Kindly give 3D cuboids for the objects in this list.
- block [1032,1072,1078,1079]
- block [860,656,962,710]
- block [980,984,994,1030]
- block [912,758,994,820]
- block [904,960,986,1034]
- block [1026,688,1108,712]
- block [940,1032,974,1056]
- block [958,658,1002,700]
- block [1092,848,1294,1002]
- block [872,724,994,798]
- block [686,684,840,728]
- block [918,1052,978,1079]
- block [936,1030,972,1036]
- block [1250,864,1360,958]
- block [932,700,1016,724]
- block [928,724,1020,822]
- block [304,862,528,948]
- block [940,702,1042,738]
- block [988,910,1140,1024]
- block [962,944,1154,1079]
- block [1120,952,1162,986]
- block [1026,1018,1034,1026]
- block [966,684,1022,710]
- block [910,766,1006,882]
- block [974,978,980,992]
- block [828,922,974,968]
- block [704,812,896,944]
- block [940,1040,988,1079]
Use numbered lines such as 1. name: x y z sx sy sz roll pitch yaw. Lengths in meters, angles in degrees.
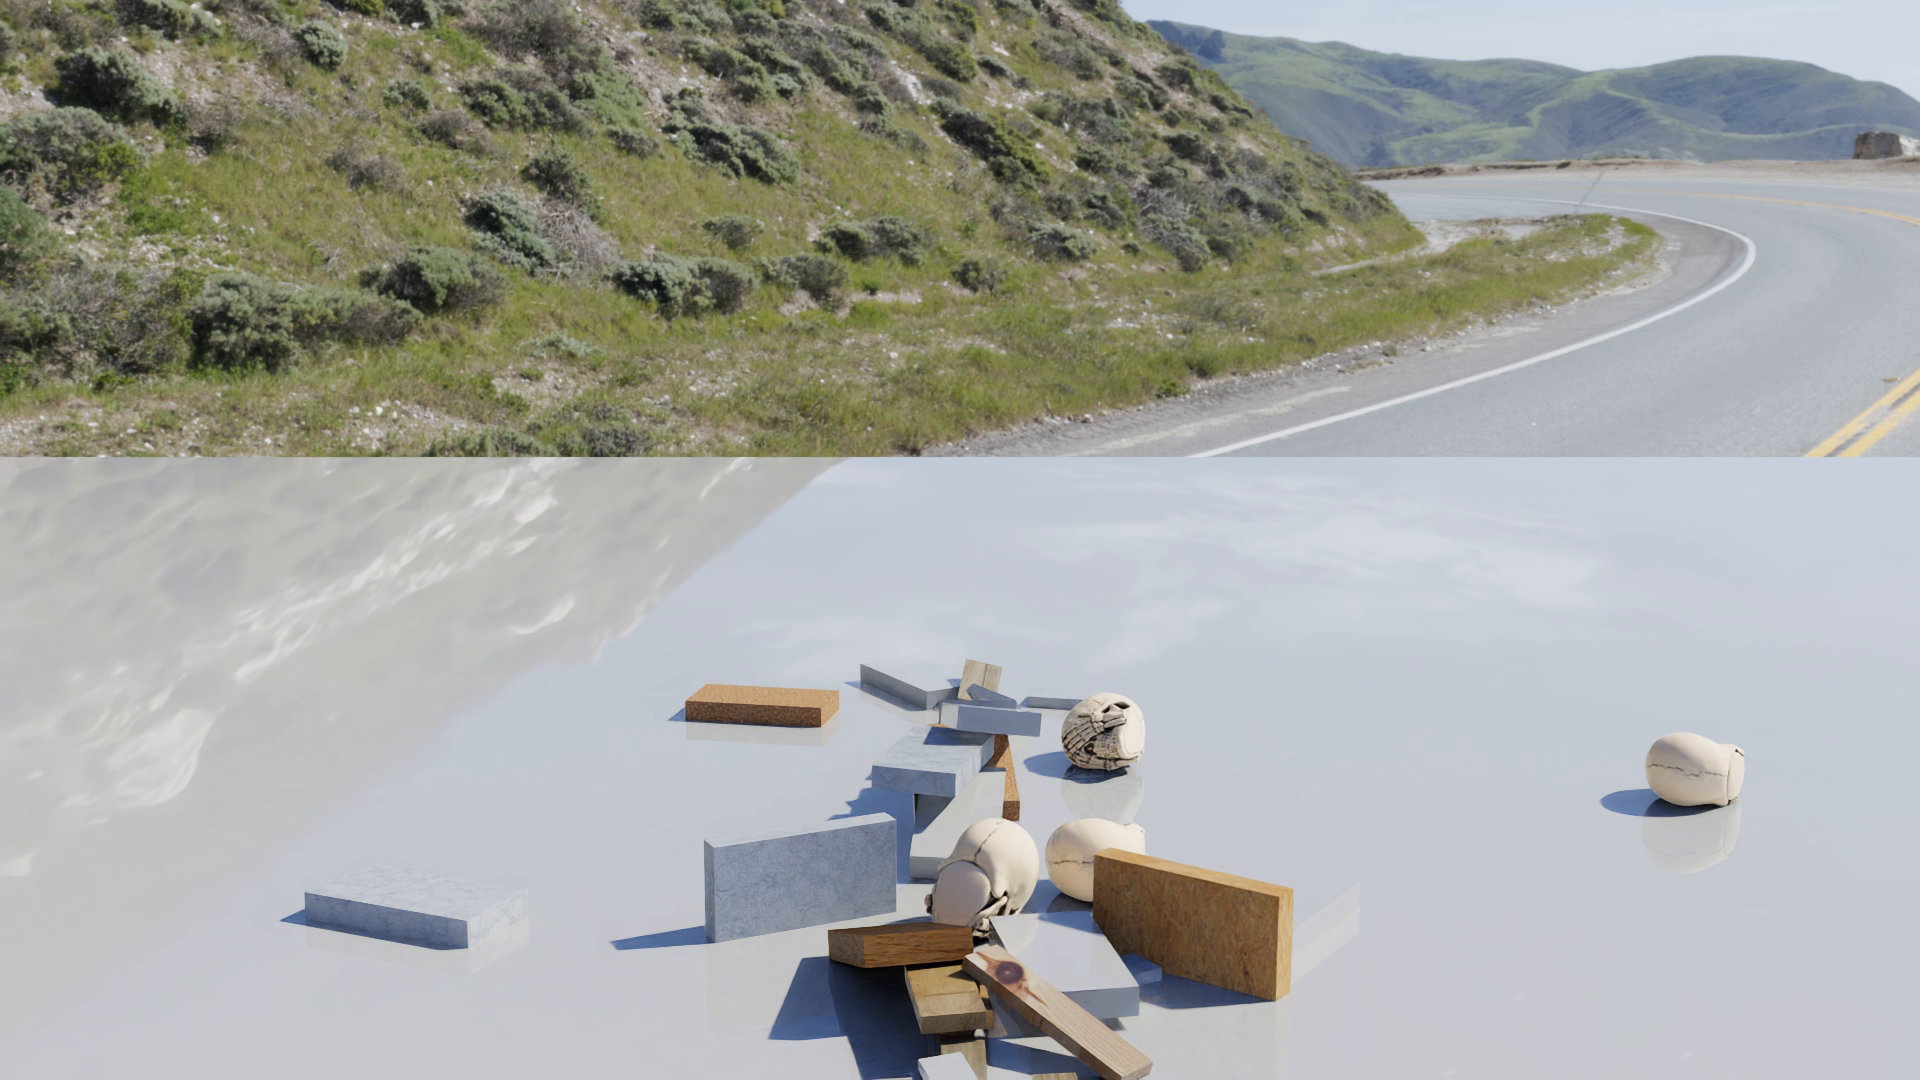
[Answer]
1. block: 0.132 0.729 2.873 0.059 0.017 0.118 -1 11 -7
2. block: -0.087 0.323 4.991 0.152 0.043 0.303 -6 12 -31
3. block: -0.003 0.661 3.110 0.089 0.025 0.177 -1 0 -3
4. block: -0.012 0.446 4.054 0.150 0.042 0.300 0 25 -3
5. block: -0.021 0.630 3.042 0.089 0.025 0.177 -3 13 -8
6. block: 0.238 0.353 4.880 0.166 0.023 0.083 3 11 13
7. block: -0.003 0.703 3.026 0.048 0.014 0.096 0 11 -2
8. block: 0.042 0.324 4.858 0.083 0.023 0.166 13 29 1
9. block: 0.347 0.575 3.310 0.319 0.160 0.045 8 12 36
10. block: -0.045 0.393 3.937 0.150 0.042 0.300 4 10 13
11. block: -0.429 0.360 4.791 0.303 0.043 0.152 2 11 11
12. block: -0.008 0.705 2.850 0.059 0.017 0.118 -6 19 -18
13. block: -0.011 0.680 3.099 0.048 0.014 0.096 -1 0 -3
14. block: 0.502 0.596 3.511 0.160 0.045 0.320 7 12 32
15. block: 0.026 0.356 4.466 0.152 0.043 0.304 0 -7 -3
16. block: 0.023 0.439 4.182 0.152 0.043 0.304 -1 23 -4
17. block: -0.878 0.588 3.554 0.319 0.045 0.160 5 12 24
18. block: 0.055 0.336 4.115 0.152 0.043 0.308 5 -4 -6
19. block: 0.149 0.626 3.245 0.157 0.044 0.313 -2 11 -10
20. block: 0.131 0.651 3.020 0.296 0.020 0.070 32 26 34
21. block: 0.224 0.651 3.285 0.140 0.020 0.070 -7 12 -32
22. block: 0.111 0.667 3.201 0.070 0.020 0.140 -4 11 -20
23. block: 0.085 0.359 4.692 0.023 0.083 0.166 -45 29 -18
24. block: -0.001 0.492 3.858 0.150 0.042 0.300 2 26 3
25. block: -0.015 0.636 3.217 0.089 0.025 0.177 -1 0 1
26. block: -0.092 0.596 3.248 0.157 0.044 0.313 -2 -8 -13
27. block: -0.253 0.538 3.519 0.313 0.157 0.044 -5 12 -26
28. block: 0.007 0.716 2.872 0.059 0.017 0.210 0 18 -2
